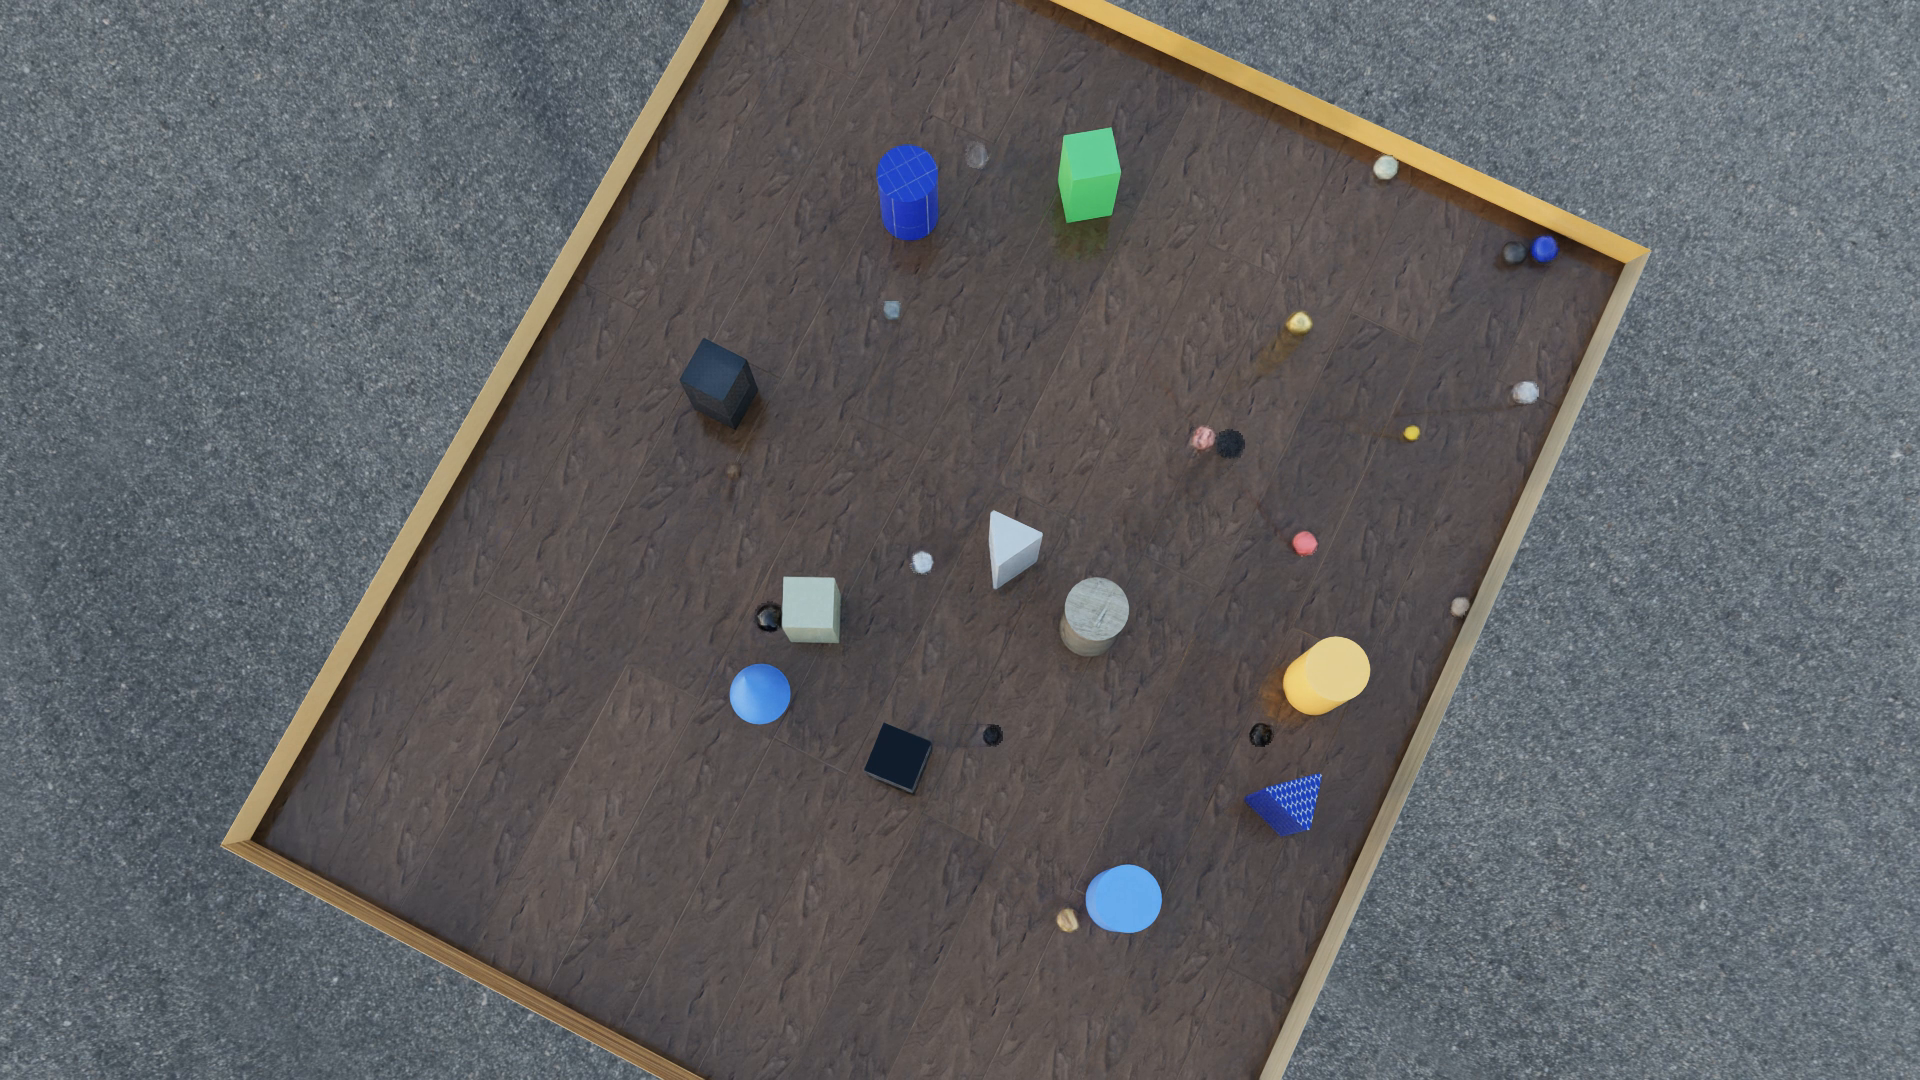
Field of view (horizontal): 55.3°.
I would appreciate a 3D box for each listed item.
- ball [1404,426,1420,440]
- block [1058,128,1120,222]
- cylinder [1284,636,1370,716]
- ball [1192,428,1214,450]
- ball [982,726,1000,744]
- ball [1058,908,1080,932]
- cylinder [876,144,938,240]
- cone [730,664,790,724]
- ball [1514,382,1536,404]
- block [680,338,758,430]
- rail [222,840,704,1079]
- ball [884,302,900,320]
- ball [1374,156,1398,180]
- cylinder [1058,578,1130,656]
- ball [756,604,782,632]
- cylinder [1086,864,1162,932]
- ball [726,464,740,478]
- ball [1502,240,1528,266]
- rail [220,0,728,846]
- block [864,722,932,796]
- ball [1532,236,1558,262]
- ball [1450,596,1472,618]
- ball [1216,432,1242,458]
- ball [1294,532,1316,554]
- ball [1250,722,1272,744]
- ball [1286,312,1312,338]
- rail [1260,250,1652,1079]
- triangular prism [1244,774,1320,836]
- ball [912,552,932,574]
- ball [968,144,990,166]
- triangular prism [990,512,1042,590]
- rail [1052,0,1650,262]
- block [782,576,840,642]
[{"bbox_3d":[1.395,-0.331,5.661,0.046,0.046,0.046,0,78,0],"label":"ball"},{"bbox_3d":[0.398,-1.126,5.675,0.147,0.341,0.147,-10,79,-2],"label":"block"},{"bbox_3d":[1.066,0.400,5.349,0.183,0.361,0.183,0,78,0],"label":"cylinder"},{"bbox_3d":[0.750,-0.313,5.646,0.069,0.069,0.069,0,78,0],"label":"ball"},{"bbox_3d":[0.095,0.584,5.468,0.054,0.054,0.054,0,78,0],"label":"ball"},{"bbox_3d":[0.318,1.110,5.353,0.067,0.067,0.067,0,78,0],"label":"ball"},{"bbox_3d":[-0.159,-1.071,5.674,0.183,0.321,0.183,0,78,0],"label":"cylinder"},{"bbox_3d":[-0.602,0.422,5.320,0.183,0.410,0.183,0,78,0],"label":"cone"},{"bbox_3d":[1.750,-0.455,5.675,0.070,0.070,0.070,0,78,0],"label":"ball"},{"bbox_3d":[-0.727,-0.469,5.552,0.147,0.317,0.147,27,80,5],"label":"block"},{"bbox_3d":[-0.783,1.540,5.236,3.022,0.119,0.045,26,80,5],"label":"rail"},{"bbox_3d":[-0.214,-0.717,5.737,0.054,0.054,0.054,0,78,0],"label":"ball"},{"bbox_3d":[1.353,-1.184,5.823,0.075,0.075,0.075,0,78,0],"label":"ball"},{"bbox_3d":[0.391,0.230,5.399,0.183,0.332,0.183,0,78,0],"label":"cylinder"},{"bbox_3d":[-0.572,0.236,5.523,0.087,0.087,0.087,0,78,0],"label":"ball"},{"bbox_3d":[0.461,1.022,5.209,0.183,0.384,0.183,0,78,0],"label":"cylinder"},{"bbox_3d":[-0.699,-0.215,5.639,0.042,0.042,0.042,0,78,0],"label":"ball"},{"bbox_3d":[1.743,-0.902,5.763,0.078,0.078,0.078,0,78,0],"label":"ball"},{"bbox_3d":[-1.330,-0.645,5.688,0.045,0.119,3.549,26,80,5],"label":"rail"},{"bbox_3d":[-0.177,0.642,5.340,0.147,0.281,0.147,22,79,4],"label":"block"},{"bbox_3d":[1.839,-0.914,5.763,0.083,0.083,0.083,0,78,0],"label":"ball"},{"bbox_3d":[1.516,0.202,5.543,0.062,0.062,0.062,0,78,0],"label":"ball"},{"bbox_3d":[0.828,-0.291,5.635,0.081,0.081,0.081,0,78,0],"label":"ball"},{"bbox_3d":[1.050,0.009,5.579,0.070,0.070,0.070,0,78,0],"label":"ball"},{"bbox_3d":[0.897,0.578,5.464,0.065,0.065,0.065,0,78,0],"label":"ball"},{"bbox_3d":[1.056,-0.672,5.715,0.079,0.079,0.079,0,78,0],"label":"ball"},{"bbox_3d":[1.330,0.658,5.419,0.045,0.119,3.549,26,80,5],"label":"rail"},{"bbox_3d":[0.949,0.736,5.255,0.137,0.409,0.159,-44,82,-8],"label":"triangular prism"},{"bbox_3d":[-0.116,0.068,5.569,0.065,0.065,0.065,0,78,0],"label":"ball"},{"bbox_3d":[0.059,-1.224,5.833,0.071,0.071,0.071,0,78,0],"label":"ball"},{"bbox_3d":[0.131,0.012,5.418,0.159,0.383,0.137,-34,80,-7],"label":"triangular prism"},{"bbox_3d":[0.783,-1.527,5.870,3.022,0.119,0.045,26,80,5],"label":"rail"},{"bbox_3d":[-0.438,0.209,5.424,0.147,0.292,0.147,1,78,0],"label":"block"}]
